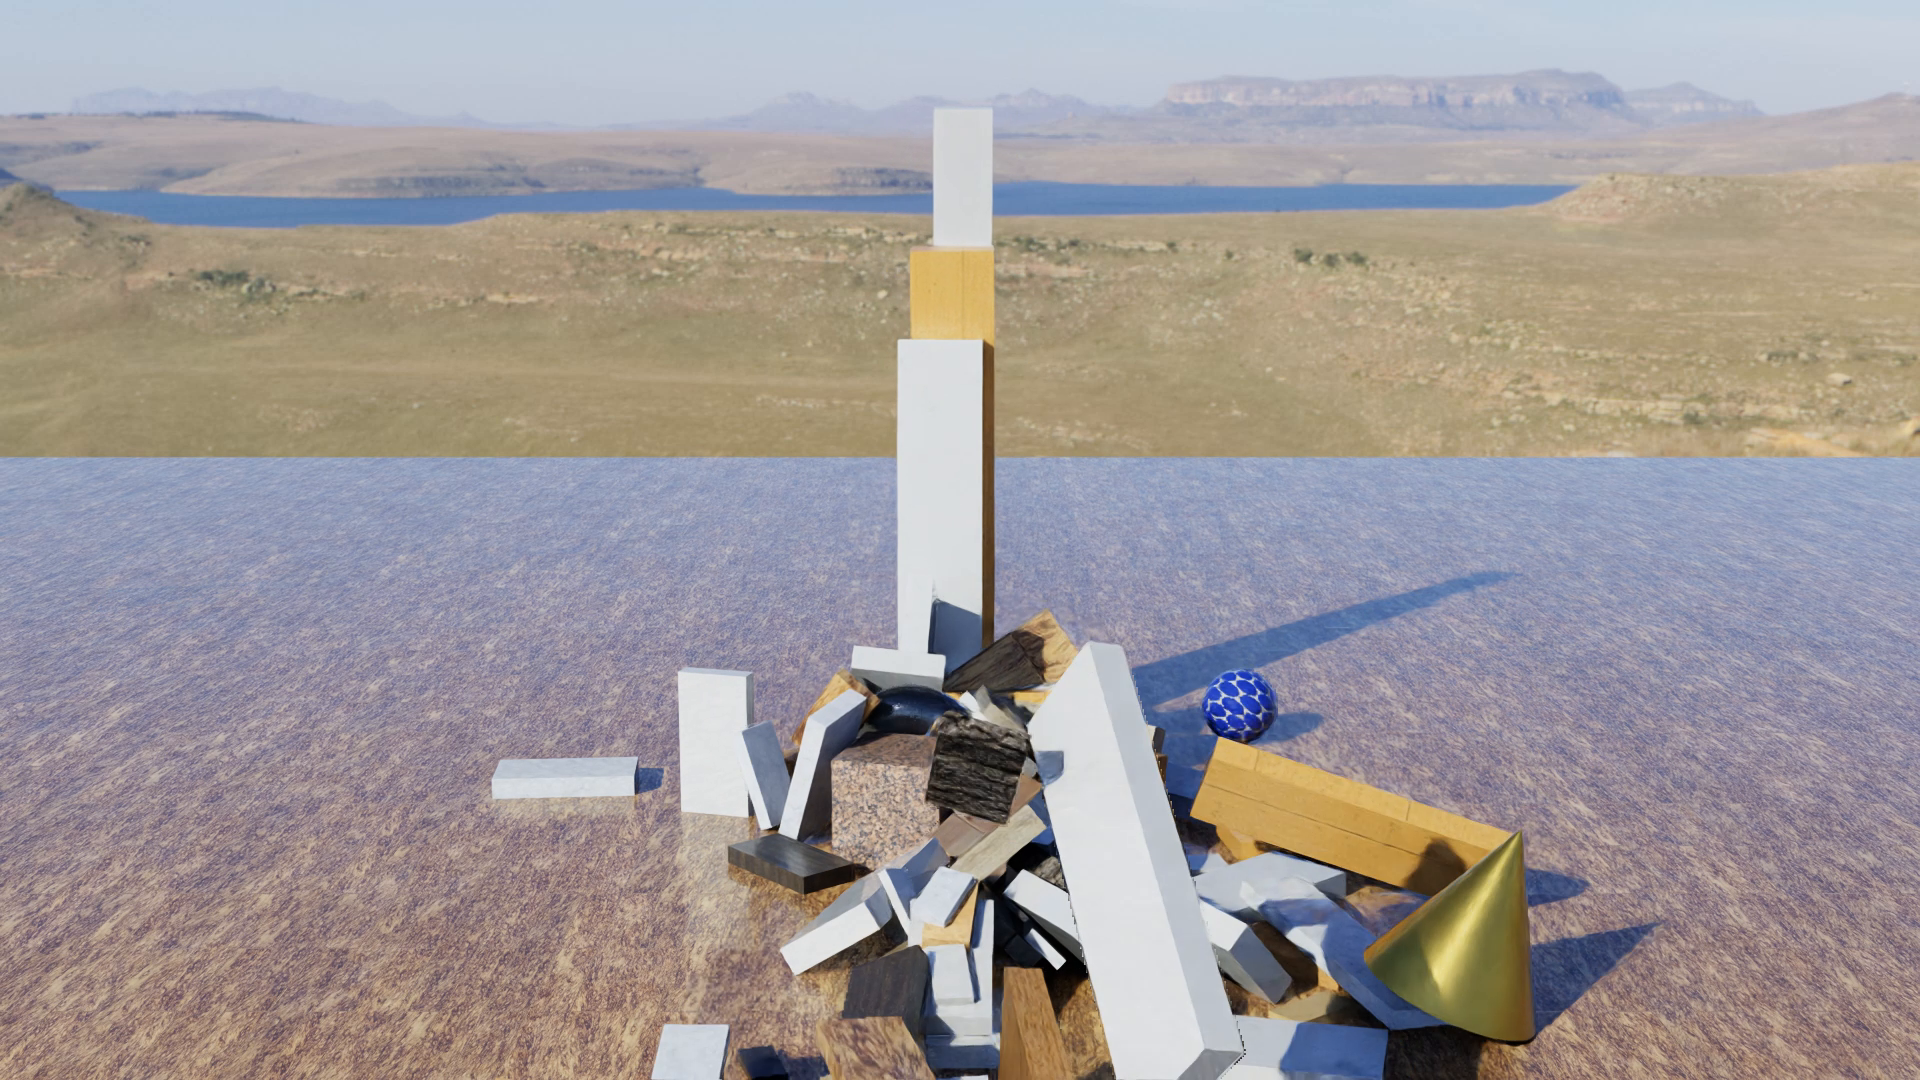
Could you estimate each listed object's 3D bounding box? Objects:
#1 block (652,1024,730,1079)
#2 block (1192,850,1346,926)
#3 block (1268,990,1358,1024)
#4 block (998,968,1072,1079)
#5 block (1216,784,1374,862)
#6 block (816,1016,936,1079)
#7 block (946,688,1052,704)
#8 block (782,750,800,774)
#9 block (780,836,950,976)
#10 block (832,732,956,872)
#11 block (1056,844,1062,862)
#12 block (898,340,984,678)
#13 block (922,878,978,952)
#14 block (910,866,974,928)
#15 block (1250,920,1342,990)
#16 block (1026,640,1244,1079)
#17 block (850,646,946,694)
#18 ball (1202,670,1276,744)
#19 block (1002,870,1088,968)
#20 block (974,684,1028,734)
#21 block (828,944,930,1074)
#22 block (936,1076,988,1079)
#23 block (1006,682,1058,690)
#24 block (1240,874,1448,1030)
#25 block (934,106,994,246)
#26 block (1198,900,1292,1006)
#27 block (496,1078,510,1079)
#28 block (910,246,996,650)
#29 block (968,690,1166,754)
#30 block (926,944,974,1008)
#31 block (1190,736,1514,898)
[{"bbox_3d":[-0.340,0.734,2.561,0.084,0.024,0.578,0,20,0],"label":"block"},{"bbox_3d":[0.475,0.580,3.603,0.307,0.043,0.153,-9,14,-41],"label":"block"},{"bbox_3d":[0.507,0.677,3.153,0.121,0.017,0.060,-8,13,-37],"label":"block"},{"bbox_3d":[0.103,0.694,2.402,0.047,0.164,0.816,2,10,-4],"label":"block"},{"bbox_3d":[0.615,0.502,3.881,0.293,0.042,0.147,-9,16,-9],"label":"block"},{"bbox_3d":[-0.066,0.679,2.586,0.108,0.031,0.491,0,12,-16],"label":"block"},{"bbox_3d":[0.157,0.364,4.250,0.363,0.147,0.042,-1,3,1],"label":"block"},{"bbox_3d":[-0.302,0.436,4.345,0.212,0.026,0.092,-6,9,16],"label":"block"},{"bbox_3d":[-0.143,0.568,3.435,0.164,0.046,0.328,-32,-1,21],"label":"block"},{"bbox_3d":[-0.101,0.459,3.847,0.192,0.192,0.192,3,11,16],"label":"block"},{"bbox_3d":[0.235,0.511,3.670,0.043,0.153,0.305,8,13,24],"label":"block"},{"bbox_3d":[-0.039,0.028,4.368,0.167,0.849,0.047,0,5,2],"label":"block"},{"bbox_3d":[-0.013,0.535,3.156,0.068,0.019,0.136,3,32,5],"label":"block"},{"bbox_3d":[-0.026,0.513,3.160,0.053,0.015,0.106,13,34,19],"label":"block"},{"bbox_3d":[0.518,0.633,3.357,0.209,0.030,0.104,9,14,42],"label":"block"},{"bbox_3d":[0.193,0.391,2.568,0.049,0.171,0.565,10,44,-25],"label":"block"},{"bbox_3d":[-0.125,0.314,4.090,0.167,0.334,0.047,6,55,-1],"label":"block"},{"bbox_3d":[0.580,0.345,4.568,0.154,0.154,0.154,0,11,0],"label":"ball"},{"bbox_3d":[0.187,0.576,3.174,0.049,0.171,0.343,-49,12,-10],"label":"block"},{"bbox_3d":[0.073,0.315,3.945,0.092,0.026,0.184,43,2,-7],"label":"block"},{"bbox_3d":[-0.108,0.646,2.978,0.108,0.031,0.217,-24,24,19],"label":"block"},{"bbox_3d":[-0.037,0.802,2.260,0.153,0.043,0.978,-4,13,1],"label":"block"},{"bbox_3d":[0.177,0.365,4.297,0.330,0.165,0.047,-8,3,1],"label":"block"},{"bbox_3d":[0.574,0.611,3.299,0.104,0.030,0.474,-1,15,-20],"label":"block"},{"bbox_3d":[0.005,-0.221,4.482,0.114,1.306,0.032,1,19,2],"label":"block"},{"bbox_3d":[0.328,0.569,3.272,0.329,0.164,0.047,22,68,47],"label":"block"},{"bbox_3d":[-0.606,0.731,2.872,0.049,0.014,0.097,3,11,16],"label":"block"},{"bbox_3d":[-0.011,-0.084,4.488,0.165,1.031,0.047,0,19,2],"label":"block"},{"bbox_3d":[0.178,0.390,4.089,0.408,0.153,0.043,9,-9,33],"label":"block"},{"bbox_3d":[-0.014,0.603,3.050,0.053,0.015,0.106,-3,32,-6],"label":"block"},{"bbox_3d":[0.632,0.461,3.544,0.499,0.164,0.046,18,48,5],"label":"block"}]
